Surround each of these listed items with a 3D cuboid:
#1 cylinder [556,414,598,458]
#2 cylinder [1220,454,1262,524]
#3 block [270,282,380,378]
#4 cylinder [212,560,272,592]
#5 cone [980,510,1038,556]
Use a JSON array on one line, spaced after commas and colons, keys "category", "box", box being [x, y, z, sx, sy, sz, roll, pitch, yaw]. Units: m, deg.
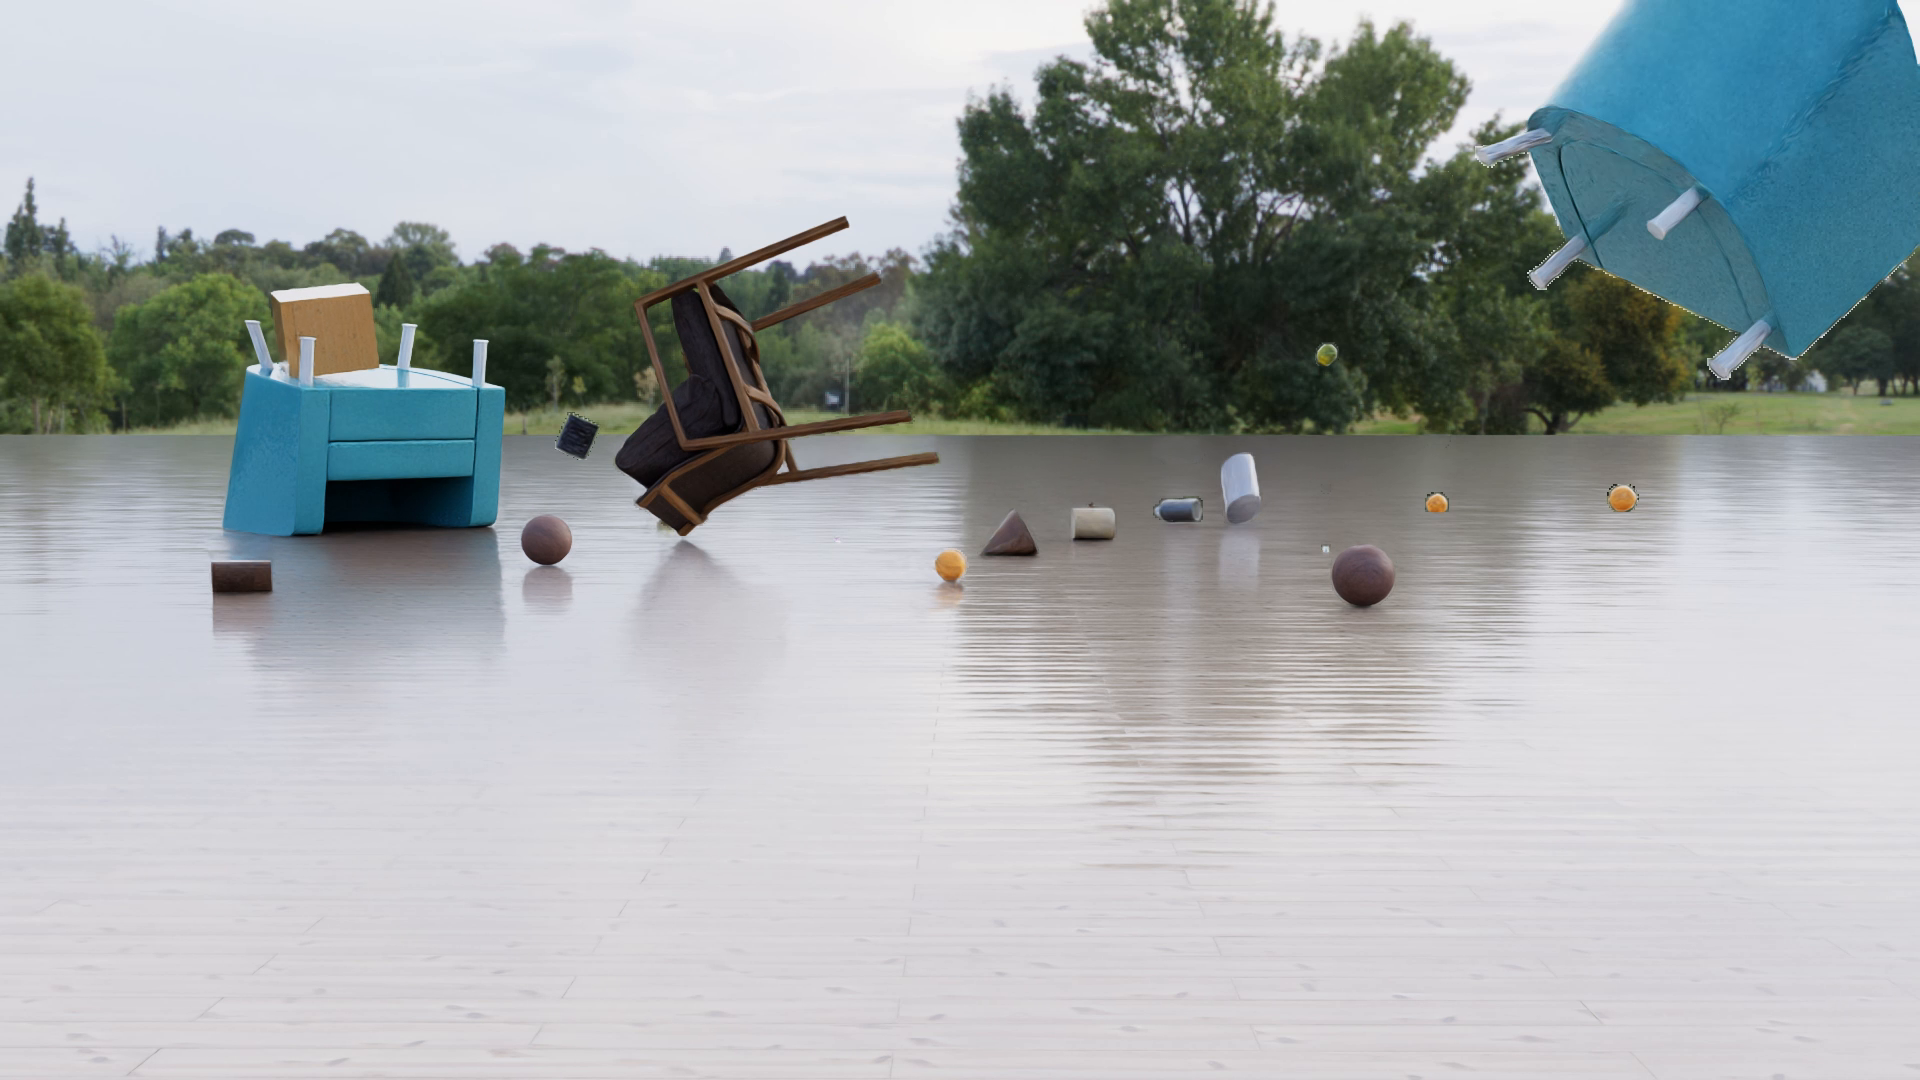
[{"category": "cylinder", "box": [-1.064, -0.288, 6.116, 0.075, 0.096, 0.096, 26, 3, 32]}, {"category": "cylinder", "box": [0.934, -0.172, 7.323, 0.107, 0.174, 0.159, 7, -38, -14]}, {"category": "block", "box": [-1.998, -0.661, 6.914, 0.271, 0.238, 0.273, -9, 16, -21]}, {"category": "cylinder", "box": [-1.577, 0.080, 4.831, 0.125, 0.048, 0.122, -1, -27, -18]}, {"category": "cone", "box": [0.112, 0.010, 5.953, 0.139, 0.147, 0.123, -27, -36, -10]}]
